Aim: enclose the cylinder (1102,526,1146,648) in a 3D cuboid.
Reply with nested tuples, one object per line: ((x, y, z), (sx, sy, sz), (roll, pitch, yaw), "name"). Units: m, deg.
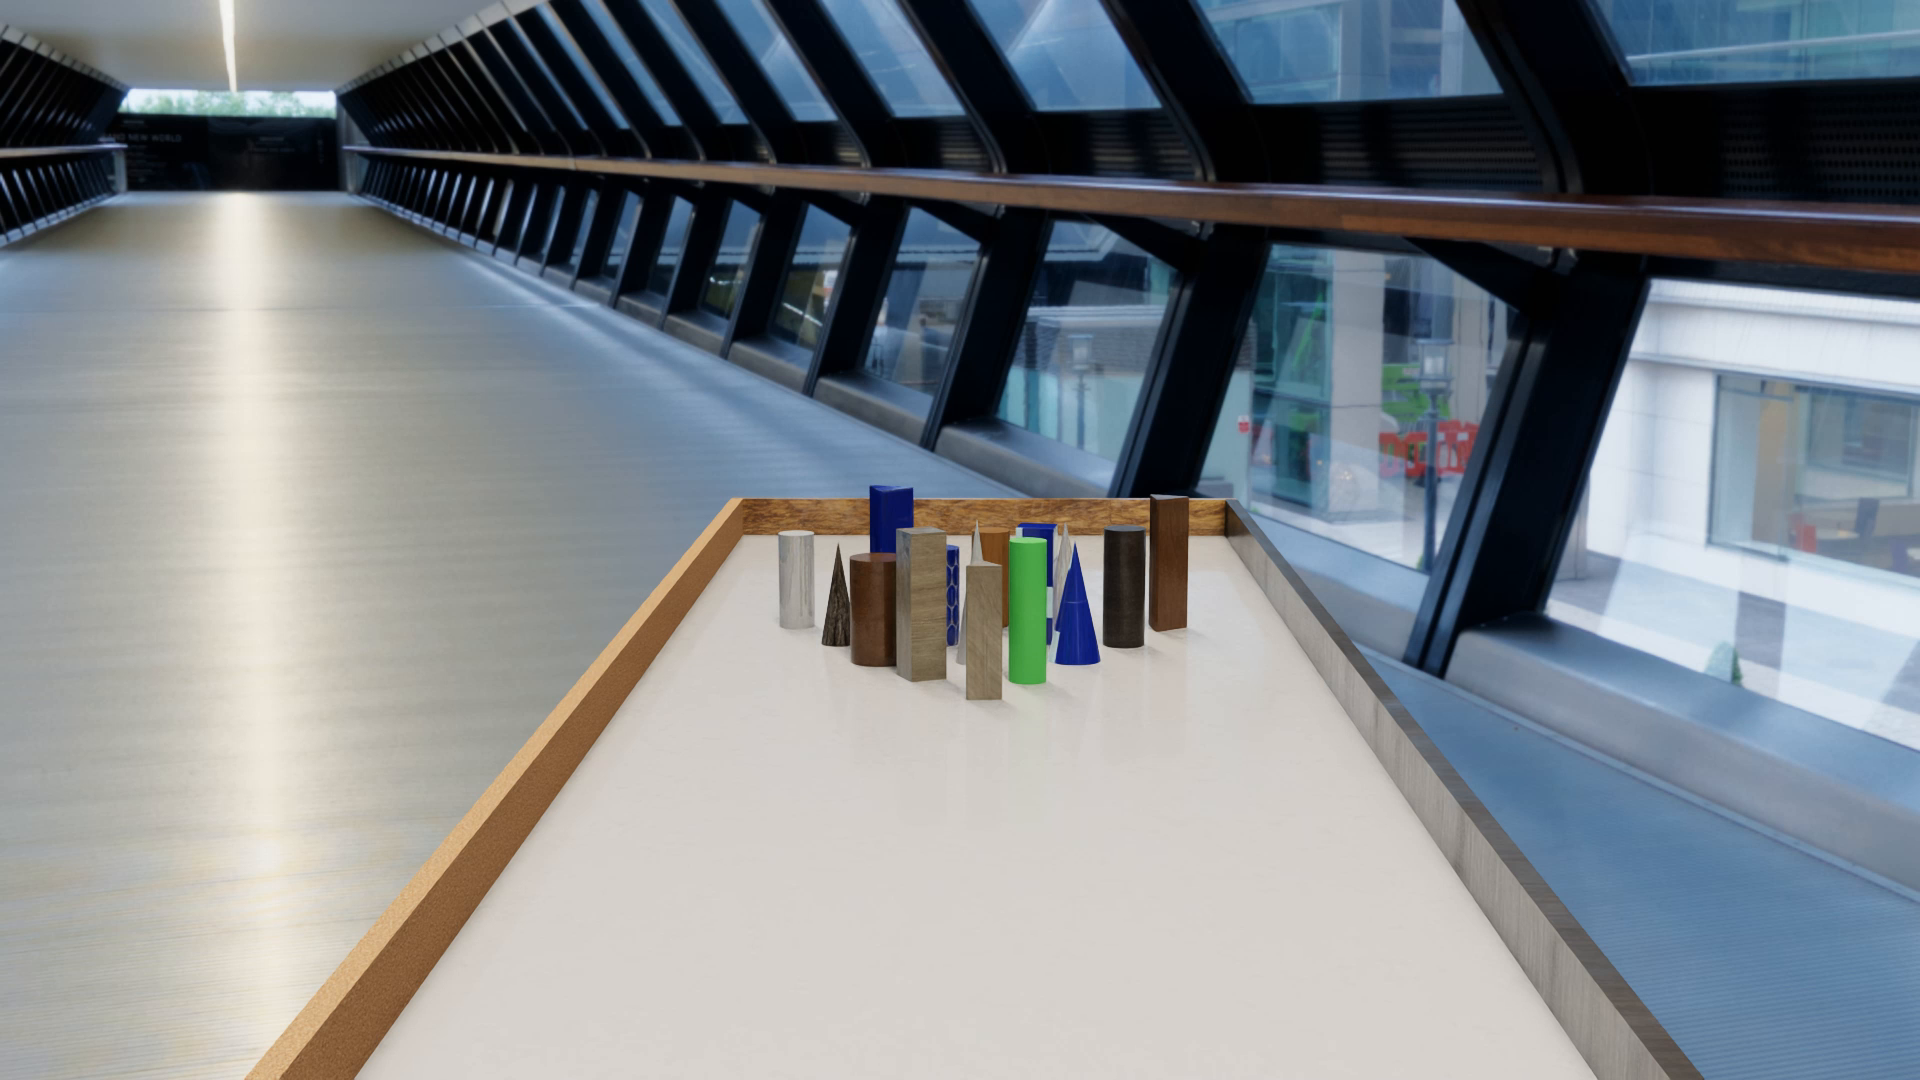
((0.515, 0.146, 6.907), (0.133, 0.370, 0.133), (0, 9, 0), "cylinder")

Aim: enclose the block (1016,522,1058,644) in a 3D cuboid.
((0.243, 0.138, 6.961), (0.118, 0.368, 0.118), (2, 9, 9), "block")

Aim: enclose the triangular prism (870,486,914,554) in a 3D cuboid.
((-0.249, 0.054, 7.206), (0.126, 0.458, 0.146), (9, 13, 44), "triangular prism")

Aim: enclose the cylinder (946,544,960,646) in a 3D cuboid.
((-0.064, 0.174, 6.935), (0.126, 0.305, 0.126), (0, 9, 0), "cylinder")

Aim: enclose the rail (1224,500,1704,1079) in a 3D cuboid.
((1.046, 0.843, 3.208), (0.050, 0.150, 12.000), (0, 9, 1), "rail")

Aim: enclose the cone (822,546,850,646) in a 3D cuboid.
((-0.382, 0.164, 6.926), (0.113, 0.328, 0.113), (0, 9, 0), "cone")

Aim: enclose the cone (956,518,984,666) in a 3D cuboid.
((0.051, 0.151, 6.646), (0.131, 0.441, 0.131), (0, 9, 0), "cone")

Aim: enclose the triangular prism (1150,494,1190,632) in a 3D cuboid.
((0.657, 0.071, 7.181), (0.132, 0.432, 0.115), (-6, 11, -35), "triangular prism")

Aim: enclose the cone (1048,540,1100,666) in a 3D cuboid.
((0.348, 0.184, 6.676), (0.164, 0.368, 0.164), (0, 9, 0), "cone")

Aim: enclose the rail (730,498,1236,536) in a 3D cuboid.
((0.099, -0.098, 9.147), (2.100, 0.150, 0.050), (0, 9, 1), "rail")

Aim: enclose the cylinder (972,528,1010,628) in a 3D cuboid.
((0.100, 0.124, 7.221), (0.126, 0.316, 0.126), (0, 9, 0), "cylinder")

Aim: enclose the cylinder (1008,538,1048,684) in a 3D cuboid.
((0.197, 0.205, 6.389), (0.110, 0.414, 0.110), (0, 9, 0), "cylinder")

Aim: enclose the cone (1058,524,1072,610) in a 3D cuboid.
((0.345, 0.108, 7.208), (0.141, 0.351, 0.141), (0, 9, 0), "cone")

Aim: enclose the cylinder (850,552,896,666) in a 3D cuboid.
((-0.245, 0.210, 6.665), (0.177, 0.319, 0.177), (0, 9, 0), "cylinder")

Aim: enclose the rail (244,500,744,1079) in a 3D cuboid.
((-1.004, 0.839, 3.234), (0.050, 0.150, 12.000), (0, 9, 1), "rail")

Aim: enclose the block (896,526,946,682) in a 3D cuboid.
((-0.113, 0.187, 6.436), (0.112, 0.436, 0.112), (-4, 10, -24), "block")

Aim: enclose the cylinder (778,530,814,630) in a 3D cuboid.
((-0.535, 0.130, 7.205), (0.117, 0.309, 0.117), (0, 9, 0), "cylinder")

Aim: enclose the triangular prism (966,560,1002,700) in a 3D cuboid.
((0.066, 0.253, 6.192), (0.100, 0.381, 0.086), (0, 9, -2), "triangular prism")
